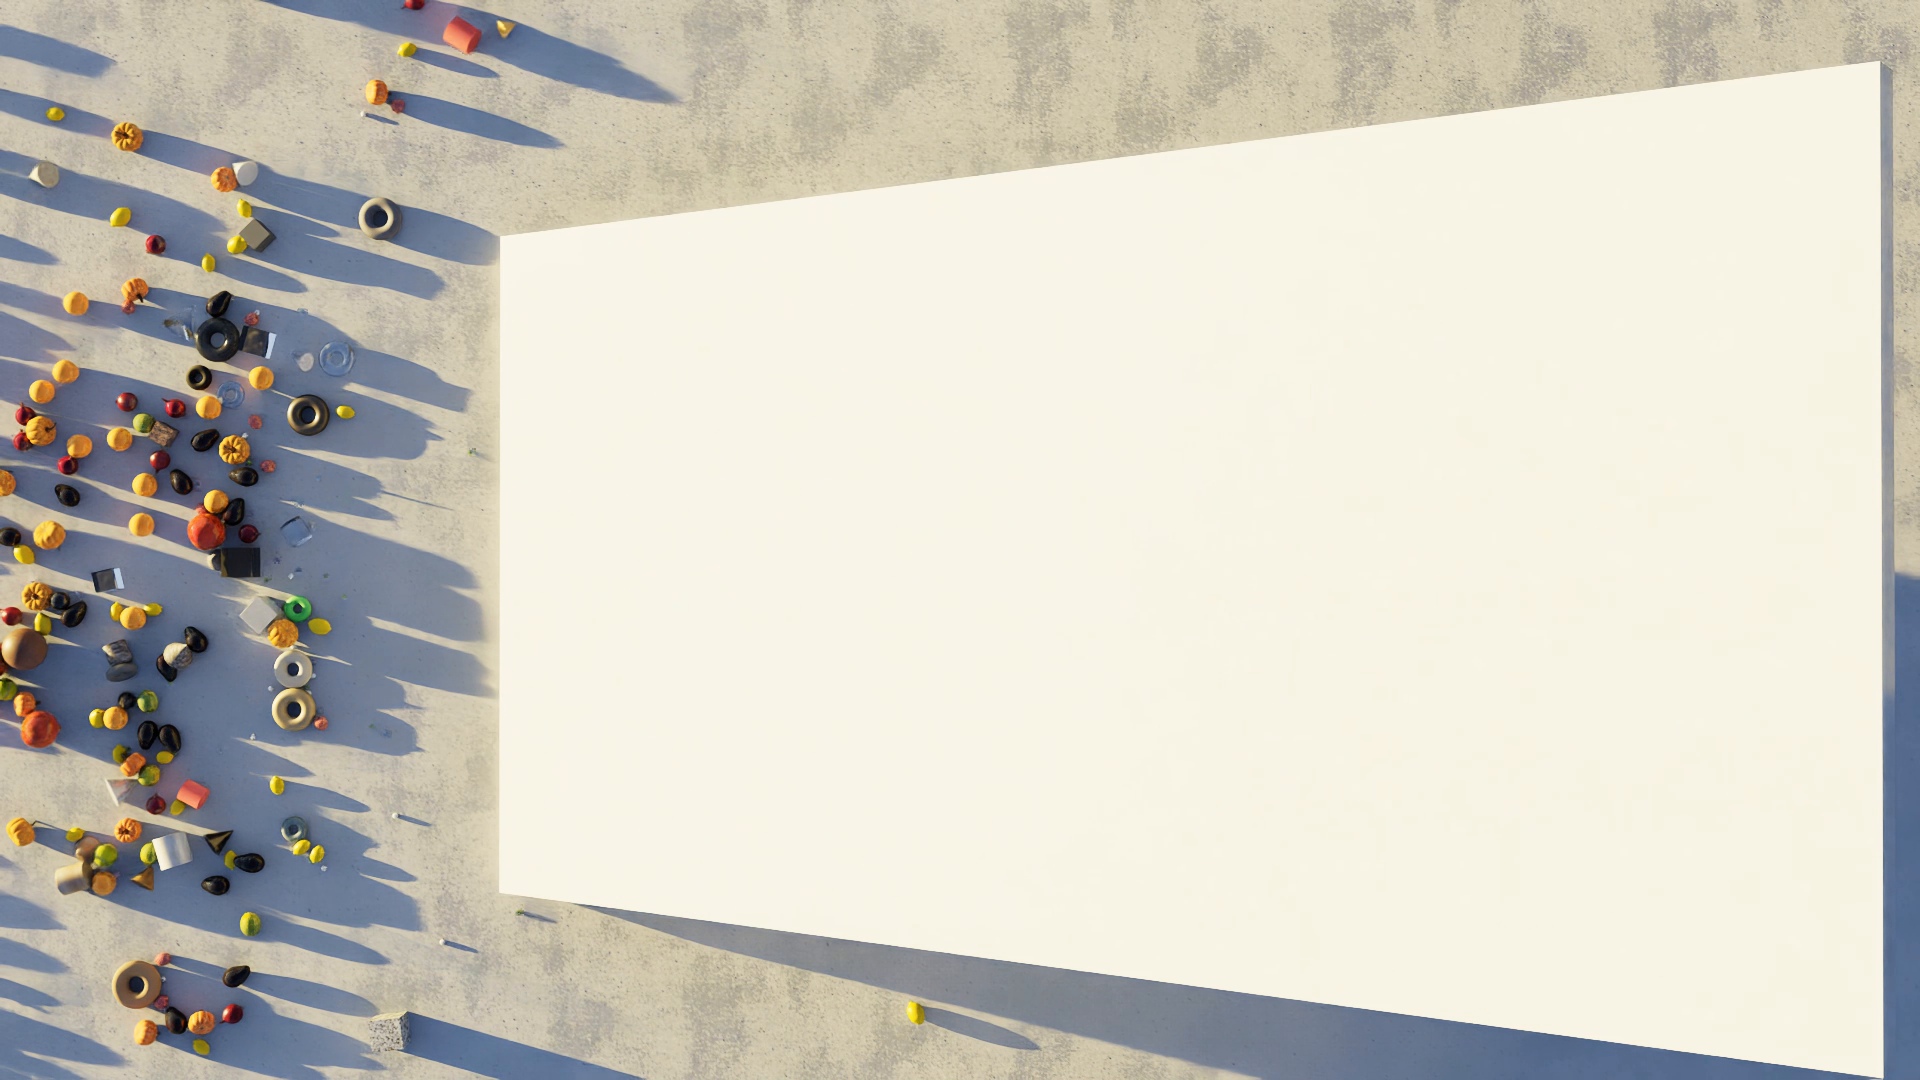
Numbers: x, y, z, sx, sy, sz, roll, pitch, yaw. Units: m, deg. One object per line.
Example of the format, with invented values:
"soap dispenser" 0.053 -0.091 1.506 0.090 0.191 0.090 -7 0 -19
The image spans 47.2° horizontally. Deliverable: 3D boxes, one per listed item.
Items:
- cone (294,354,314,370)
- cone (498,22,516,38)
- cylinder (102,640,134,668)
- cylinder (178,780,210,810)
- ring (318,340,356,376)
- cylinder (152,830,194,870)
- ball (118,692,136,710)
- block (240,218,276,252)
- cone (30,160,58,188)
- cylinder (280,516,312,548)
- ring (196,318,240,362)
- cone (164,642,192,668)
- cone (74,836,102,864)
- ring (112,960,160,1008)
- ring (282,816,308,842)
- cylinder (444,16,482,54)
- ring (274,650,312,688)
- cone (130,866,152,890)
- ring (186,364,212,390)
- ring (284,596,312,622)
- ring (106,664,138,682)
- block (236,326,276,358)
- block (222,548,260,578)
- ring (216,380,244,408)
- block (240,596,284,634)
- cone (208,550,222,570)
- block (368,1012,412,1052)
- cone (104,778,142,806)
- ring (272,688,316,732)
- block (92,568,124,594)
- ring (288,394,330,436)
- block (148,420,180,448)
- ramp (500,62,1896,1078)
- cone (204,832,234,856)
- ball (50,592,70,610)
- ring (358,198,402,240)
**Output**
"cone" -2.034 -0.557 6.776 0.057 0.057 0.057 21 90 27
"cone" -1.390 -1.584 6.785 0.054 0.054 0.054 -30 90 -27
"cylinder" -2.584 0.350 6.748 0.070 0.070 0.070 -24 90 0
"cylinder" -2.351 0.780 6.745 0.069 0.069 0.069 33 90 -9
"ring" -1.918 -0.558 6.771 0.113 0.038 0.113 0 91 0
"cylinder" -2.409 0.949 6.730 0.097 0.097 0.097 -17 90 0
"ball" -2.559 0.494 6.755 0.052 0.052 0.052 0 90 0
"block" -2.159 -0.936 6.758 0.068 0.068 0.068 -45 90 0
"cone" -2.838 -1.121 6.775 0.082 0.082 0.082 -4 90 27
"cylinder" -2.037 -0.026 6.750 0.070 0.070 0.070 -36 87 0
"ring" -2.284 -0.616 6.767 0.139 0.046 0.139 0 89 1
"cone" -2.376 0.337 6.721 0.087 0.087 0.087 19 55 -29
"cone" -2.688 0.955 6.735 0.087 0.087 0.087 0 90 0
"ring" -2.527 1.365 6.751 0.149 0.050 0.149 0 88 -1
"ring" -2.048 0.890 6.766 0.080 0.027 0.080 0 91 0
"cylinder" -1.527 -1.551 6.756 0.082 0.082 0.082 32 90 0
"ring" -2.050 0.398 6.763 0.117 0.039 0.117 0 90 1
"cone" -2.502 1.029 6.762 0.069 0.069 0.069 23 63 0
"ring" -2.345 -0.500 6.776 0.080 0.027 0.080 0 91 1
"ring" -2.039 0.212 6.770 0.083 0.028 0.083 0 90 -1
"ring" -2.569 0.406 6.739 0.094 0.094 0.031 -23 74 0
"block" -2.159 -0.608 6.750 0.078 0.078 0.078 15 90 0
"block" -2.204 0.069 6.740 0.090 0.090 0.090 -1 90 0
"ring" -2.246 -0.448 6.774 0.087 0.029 0.087 0 89 -1
"block" -2.138 0.229 6.742 0.083 0.083 0.083 43 90 0
"cone" -2.288 0.061 6.751 0.068 0.068 0.068 0 90 0
"block" -1.744 1.505 6.726 0.096 0.096 0.096 -7 90 0
"cone" -2.561 0.755 6.758 0.095 0.095 0.095 -26 90 -27
"ring" -2.047 0.521 6.760 0.134 0.045 0.134 0 90 -1
"block" -2.617 0.125 6.752 0.064 0.064 0.064 -14 90 0
"ring" -2.005 -0.385 6.767 0.129 0.043 0.129 0 90 -1
"block" -2.447 -0.326 6.759 0.058 0.058 0.058 30 90 0
"ramp" 0.235 0.066 5.554 4.000 0.100 2.000 0 89 37
"cone" -2.267 0.915 6.760 0.081 0.081 0.081 -29 90 -34
"ball" -2.764 0.187 6.754 0.060 0.060 0.060 0 90 0
"ring" -1.784 -0.989 6.771 0.133 0.044 0.133 0 90 -1
